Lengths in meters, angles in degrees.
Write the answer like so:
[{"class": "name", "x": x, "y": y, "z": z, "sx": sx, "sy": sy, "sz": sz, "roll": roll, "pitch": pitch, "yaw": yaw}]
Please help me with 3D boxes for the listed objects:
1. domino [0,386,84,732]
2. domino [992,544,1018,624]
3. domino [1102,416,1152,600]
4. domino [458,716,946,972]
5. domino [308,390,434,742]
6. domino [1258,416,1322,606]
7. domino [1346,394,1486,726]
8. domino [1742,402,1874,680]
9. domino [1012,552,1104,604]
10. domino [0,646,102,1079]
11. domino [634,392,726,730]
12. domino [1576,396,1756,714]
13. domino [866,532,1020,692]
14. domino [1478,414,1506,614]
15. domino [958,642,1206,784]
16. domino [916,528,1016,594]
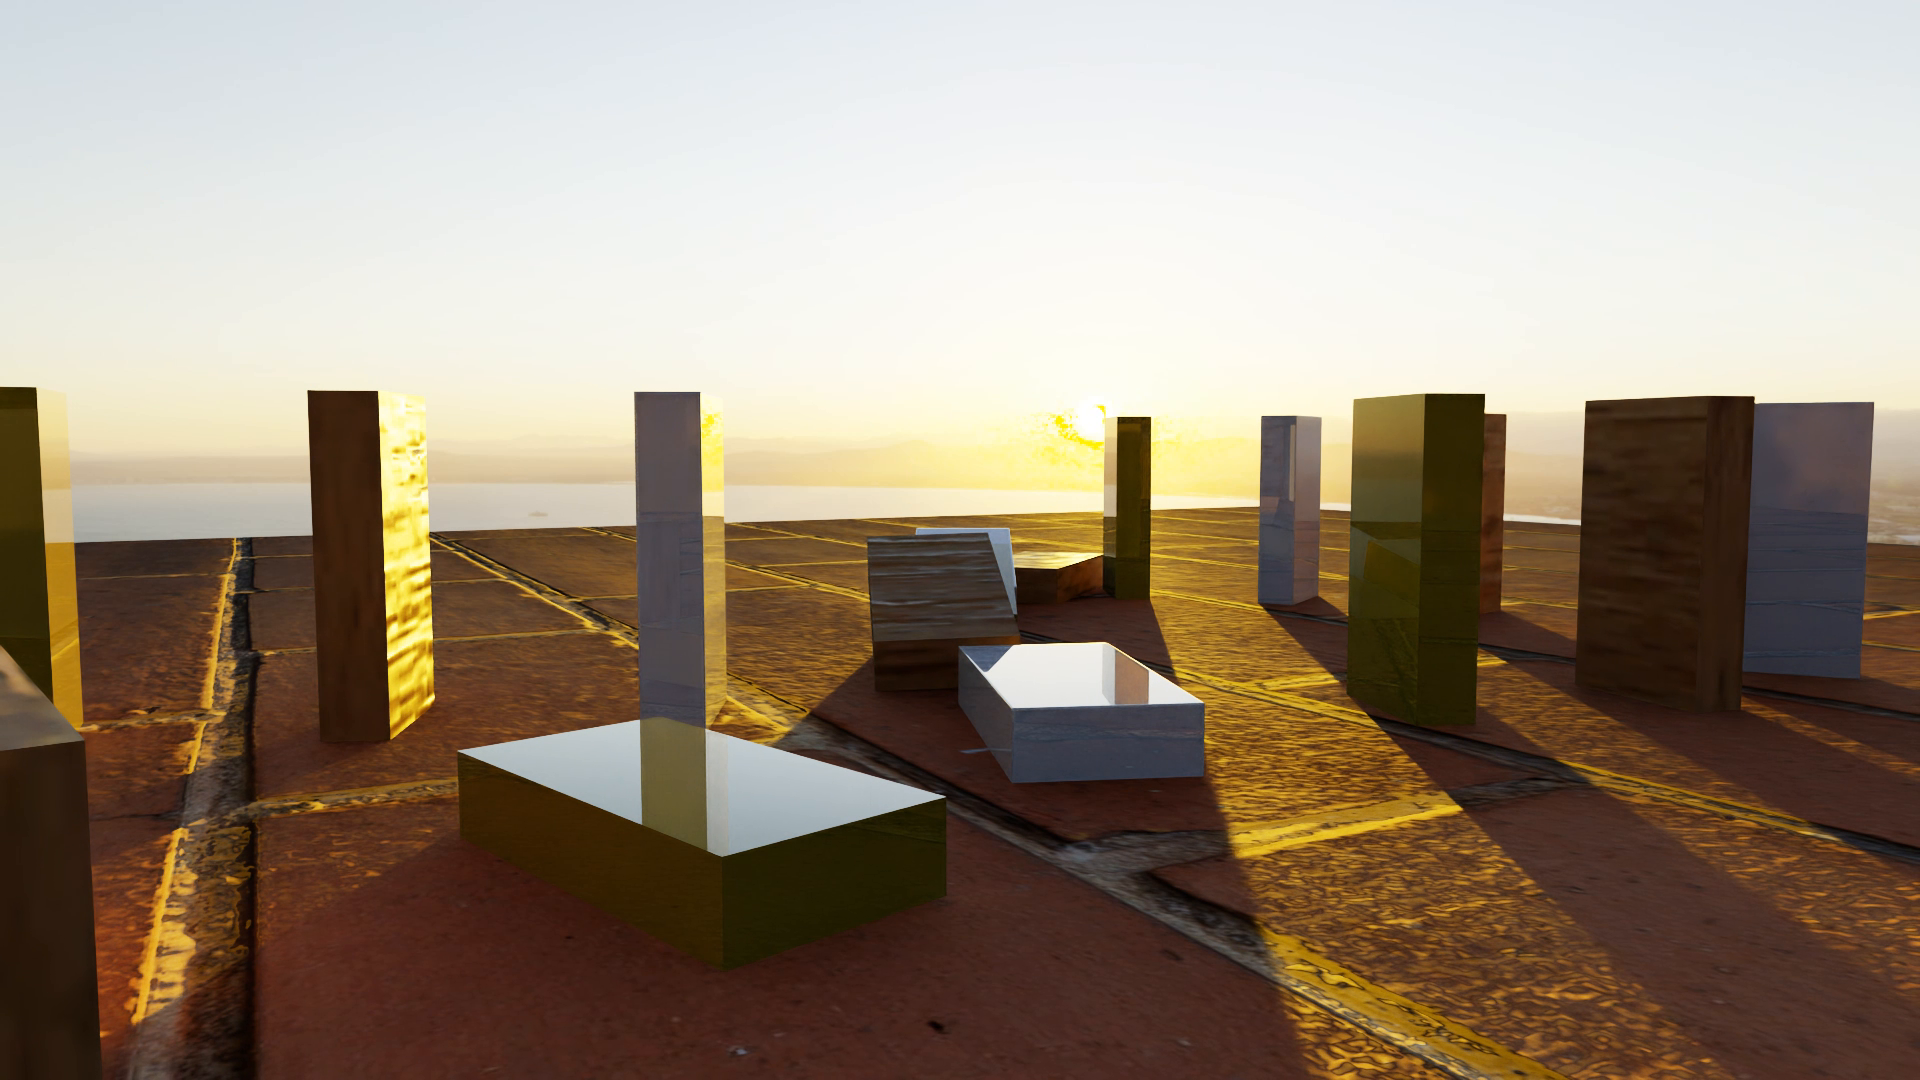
[{"class": "domino", "x": -0.132, "y": 0.004, "z": 0.181, "sx": 0.009, "sy": 0.050, "sz": 0.025, "roll": -2, "pitch": 5, "yaw": -27}, {"class": "domino", "x": -0.001, "y": 0.012, "z": 0.276, "sx": 0.025, "sy": 0.009, "sz": 0.050, "roll": 0, "pitch": 16, "yaw": 0}, {"class": "domino", "x": 0.047, "y": -0.010, "z": 0.362, "sx": 0.009, "sy": 0.050, "sz": 0.025, "roll": 0, "pitch": 4, "yaw": -2}, {"class": "domino", "x": -0.028, "y": 0.028, "z": 0.130, "sx": 0.025, "sy": 0.009, "sz": 0.050, "roll": -4, "pitch": 6, "yaw": -44}, {"class": "domino", "x": -0.089, "y": 0.003, "z": 0.194, "sx": 0.009, "sy": 0.050, "sz": 0.025, "roll": -1, "pitch": 4, "yaw": -9}, {"class": "domino", "x": 0.090, "y": -0.009, "z": 0.350, "sx": 0.009, "sy": 0.050, "sz": 0.025, "roll": 3, "pitch": 5, "yaw": 30}, {"class": "domino", "x": 0.072, "y": 0.002, "z": 0.205, "sx": 0.010, "sy": 0.050, "sz": 0.025, "roll": -1, "pitch": 4, "yaw": -7}, {"class": "domino", "x": 0.154, "y": 0.000, "z": 0.240, "sx": 0.025, "sy": 0.050, "sz": 0.009, "roll": 2, "pitch": 5, "yaw": 26}, {"class": "domino", "x": 0.023, "y": 0.010, "z": 0.367, "sx": 0.025, "sy": 0.010, "sz": 0.050, "roll": 2, "pitch": 5, "yaw": 21}, {"class": "domino", "x": -0.072, "y": 0.023, "z": 0.092, "sx": 0.009, "sy": 0.025, "sz": 0.050, "roll": -4, "pitch": 6, "yaw": -41}, {"class": "domino", "x": -0.043, "y": 0.003, "z": 0.198, "sx": 0.009, "sy": 0.050, "sz": 0.025, "roll": 0, "pitch": 4, "yaw": -3}, {"class": "domino", "x": 0.117, "y": 0.001, "z": 0.214, "sx": 0.010, "sy": 0.050, "sz": 0.025, "roll": -1, "pitch": 4, "yaw": -17}, {"class": "domino", "x": -0.004, "y": 0.012, "z": 0.243, "sx": 0.025, "sy": 0.009, "sz": 0.050, "roll": -2, "pitch": 21, "yaw": -5}, {"class": "domino", "x": 0.126, "y": -0.007, "z": 0.322, "sx": 0.025, "sy": 0.050, "sz": 0.009, "roll": -4, "pitch": 6, "yaw": -43}, {"class": "domino", "x": 0.016, "y": 0.024, "z": 0.187, "sx": 0.025, "sy": 0.009, "sz": 0.050, "roll": -1, "pitch": 4, "yaw": -8}, {"class": "domino", "x": 0.001, "y": 0.008, "z": 0.323, "sx": 0.025, "sy": 0.010, "sz": 0.050, "roll": 0, "pitch": 16, "yaw": 0}]
